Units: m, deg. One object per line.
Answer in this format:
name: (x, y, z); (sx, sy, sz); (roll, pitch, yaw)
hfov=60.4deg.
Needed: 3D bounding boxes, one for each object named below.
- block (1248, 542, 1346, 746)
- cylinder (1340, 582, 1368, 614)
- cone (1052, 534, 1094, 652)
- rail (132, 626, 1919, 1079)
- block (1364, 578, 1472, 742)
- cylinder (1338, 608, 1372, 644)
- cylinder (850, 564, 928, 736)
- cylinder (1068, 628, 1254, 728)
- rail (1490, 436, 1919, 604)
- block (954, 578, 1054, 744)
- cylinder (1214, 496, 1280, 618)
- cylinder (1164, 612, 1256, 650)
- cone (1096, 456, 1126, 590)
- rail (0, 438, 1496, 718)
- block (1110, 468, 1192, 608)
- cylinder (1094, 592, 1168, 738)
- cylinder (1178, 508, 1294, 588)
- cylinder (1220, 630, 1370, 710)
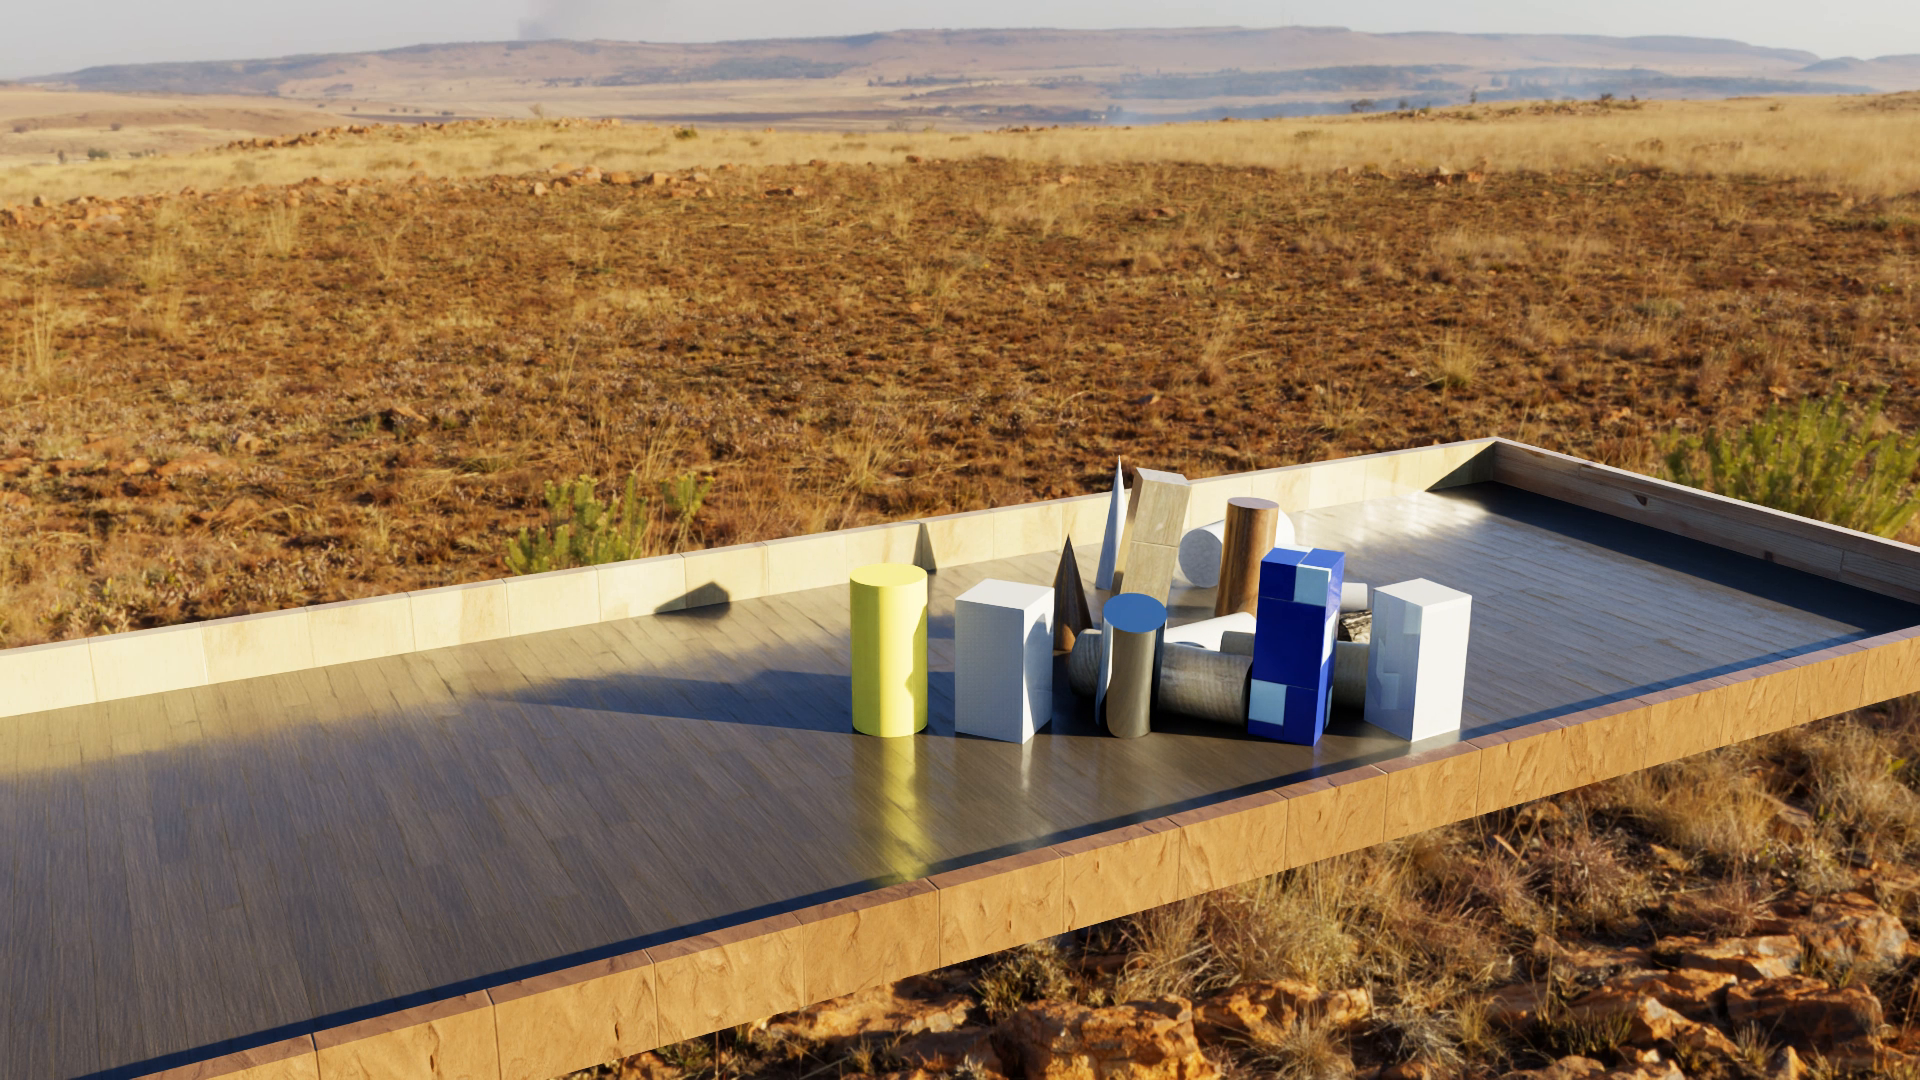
block: (0.772, 0.238, 3.791); (0.155, 0.421, 0.155); (9, 19, 24)
cylinder: (0.939, 0.168, 4.587); (0.368, 0.111, 0.111); (3, 17, 10)
cone: (0.286, 0.125, 4.391); (0.164, 0.304, 0.164); (0, 16, 0)
rail: (-2.336, 1.006, 1.665); (12.000, 0.150, 0.050); (-9, 18, -27)
block: (1.062, 0.276, 3.834); (0.154, 0.327, 0.154); (-10, 19, -30)
cylinder: (1.124, 0.239, 4.287); (0.398, 0.144, 0.144); (-9, 19, -28)
cylinder: (-0.165, 0.254, 3.841); (0.178, 0.366, 0.178); (0, 16, 0)
cylinder: (0.491, 0.328, 3.943); (0.434, 0.167, 0.167); (9, 18, 27)
rail: (2.466, -0.048, 5.253); (0.050, 0.150, 2.100); (-9, 18, -27)
block: (0.103, 0.278, 3.833); (0.172, 0.324, 0.172); (8, 18, 25)
cylinder: (0.756, 0.086, 4.371); (0.137, 0.380, 0.137); (4, 14, -1)
cylinder: (0.593, 0.276, 4.189); (0.354, 0.128, 0.128); (-10, 19, -31)
cone: (0.463, -0.058, 4.849); (0.122, 0.396, 0.122); (0, 16, 0)
rail: (-3.305, 0.497, 3.399); (12.000, 0.150, 0.050); (-9, 18, -27)
block: (0.490, 0.052, 4.341); (0.126, 0.456, 0.126); (9, 16, -5)
cylinder: (0.388, 0.288, 3.766); (0.143, 0.313, 0.143); (1, 36, 0)
cylinder: (0.837, 0.017, 4.981); (0.178, 0.178, 0.359); (15, 22, 41)
cylinder: (0.810, 0.314, 4.003); (0.349, 0.159, 0.159); (5, 17, 16)
